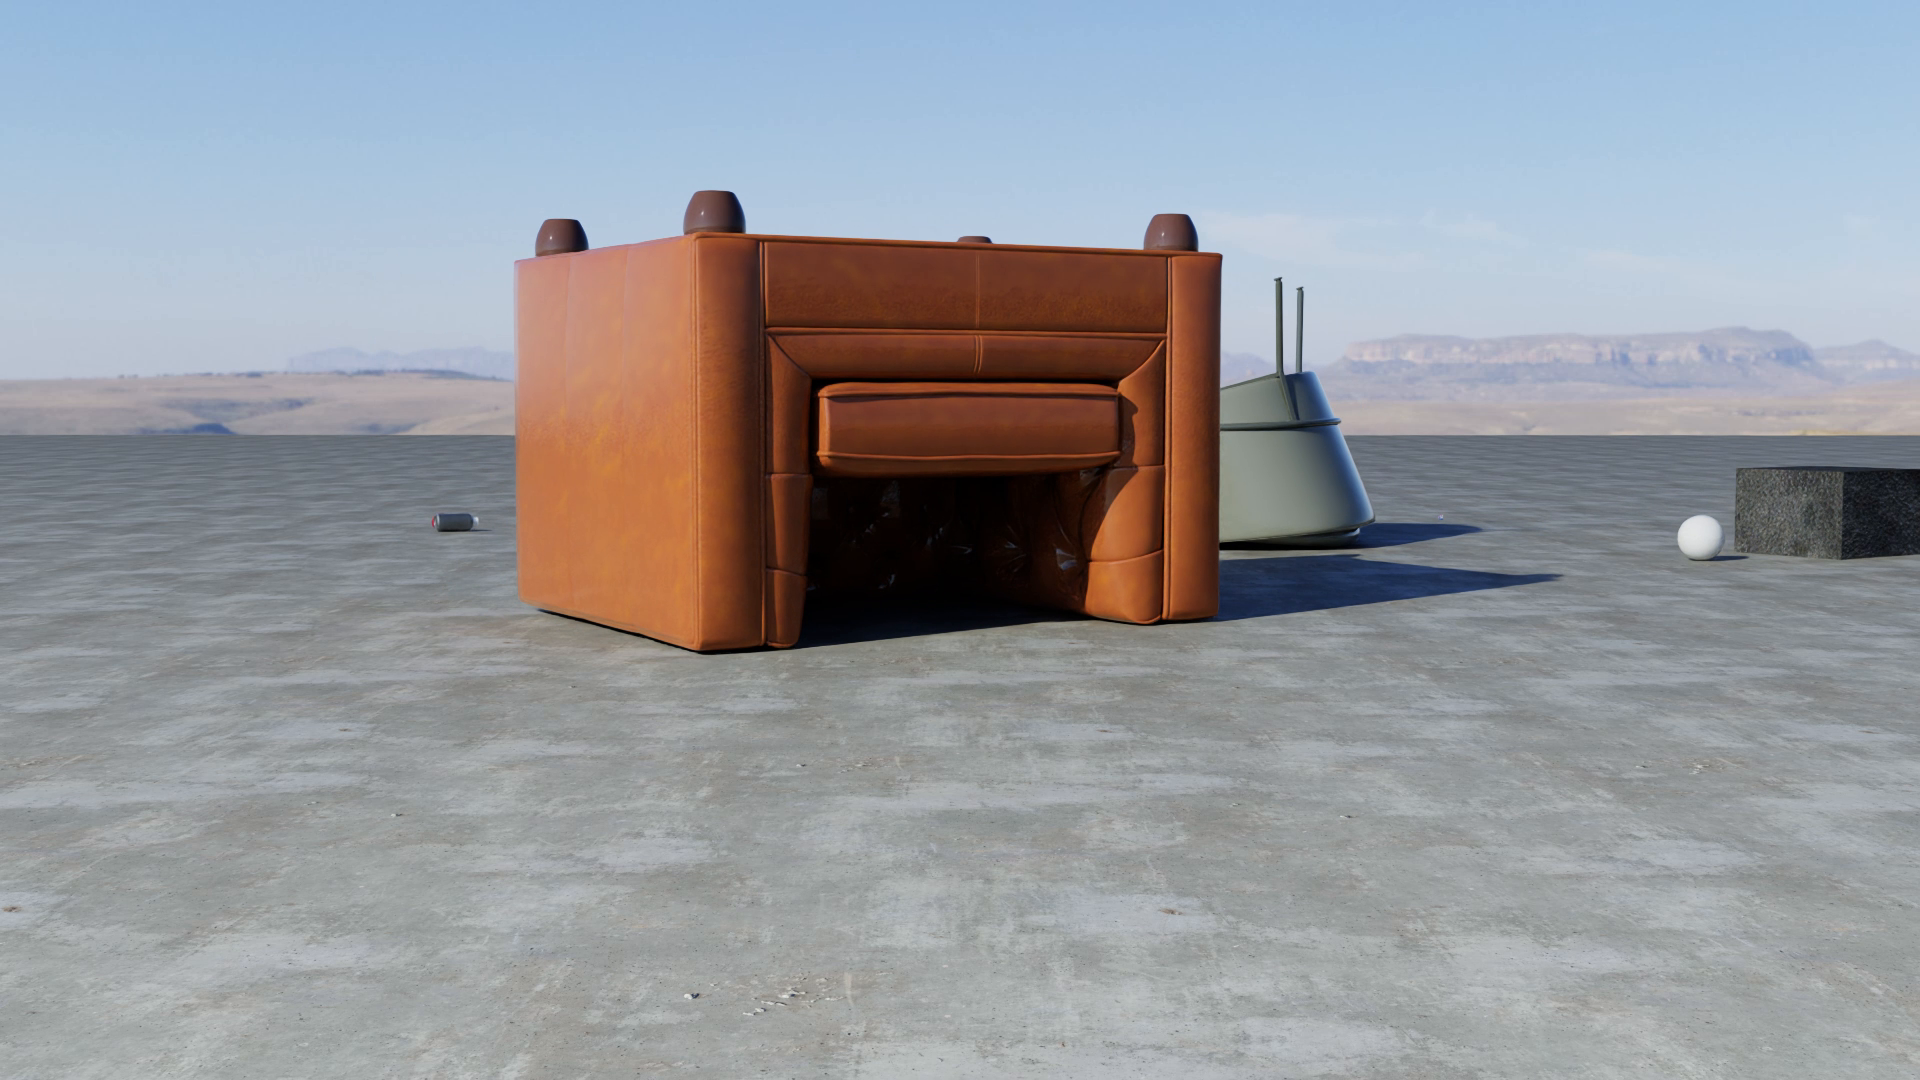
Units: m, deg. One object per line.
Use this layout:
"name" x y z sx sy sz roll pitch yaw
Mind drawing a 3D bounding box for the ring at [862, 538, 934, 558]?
"ring" -0.163 0.023 5.856 0.196 0.049 0.112 0 5 -11

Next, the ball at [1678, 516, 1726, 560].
"ball" 1.940 -0.006 5.756 0.119 0.119 0.119 0 4 0

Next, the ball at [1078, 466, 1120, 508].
"ball" 0.527 -0.204 8.354 0.160 0.160 0.160 0 4 0

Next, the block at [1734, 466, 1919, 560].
"block" 2.374 -0.079 6.011 0.353 0.231 0.334 -3 5 -33
